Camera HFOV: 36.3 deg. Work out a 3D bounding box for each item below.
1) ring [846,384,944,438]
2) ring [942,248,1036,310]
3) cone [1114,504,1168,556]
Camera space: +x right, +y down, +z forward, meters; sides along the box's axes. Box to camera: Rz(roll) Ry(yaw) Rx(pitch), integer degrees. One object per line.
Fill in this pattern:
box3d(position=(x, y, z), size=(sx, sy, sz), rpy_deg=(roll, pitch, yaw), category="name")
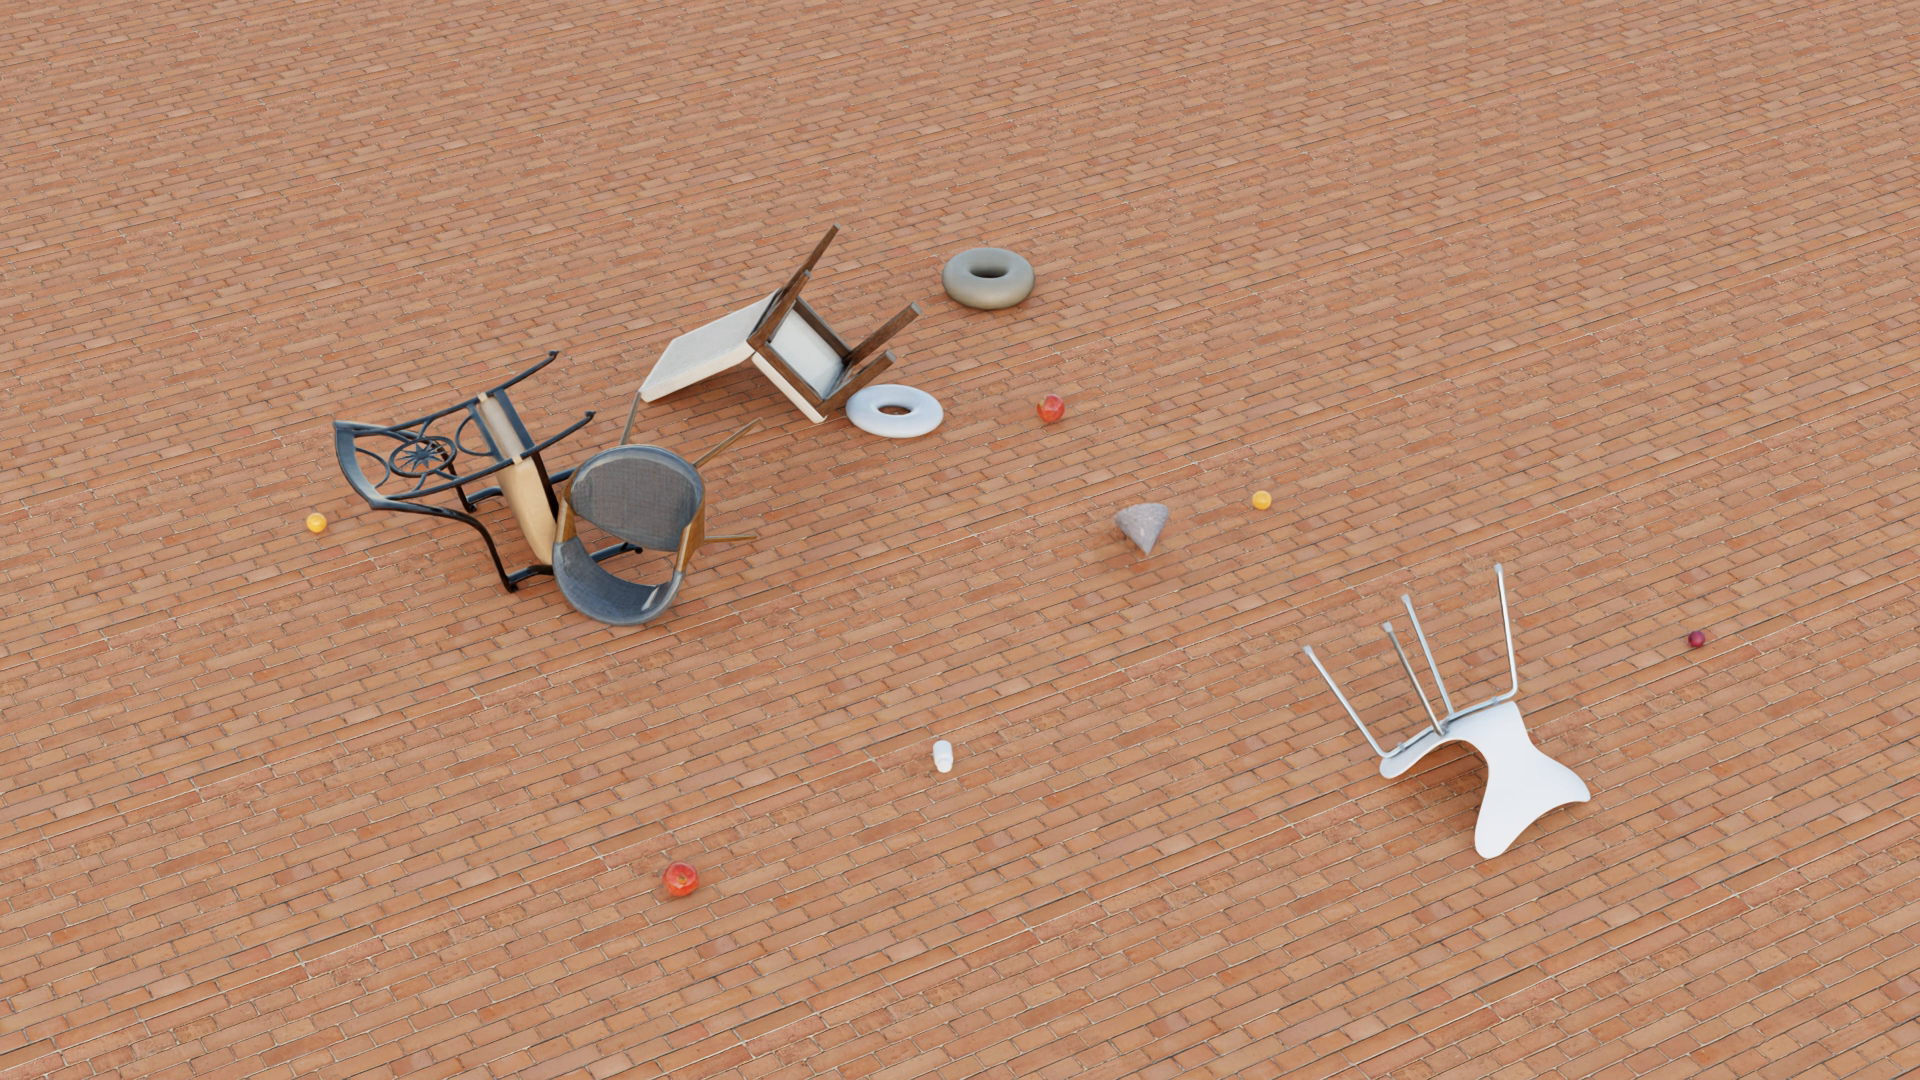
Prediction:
box3d(position=(-0.261, -0.513, 11.656), size=(0.411, 0.075, 0.354), rpy_deg=(22, 38, 30), category="ring")
box3d(position=(0.121, -1.118, 12.526), size=(0.402, 0.129, 0.433), rpy_deg=(1, 33, -1), category="ring")
box3d(position=(0.684, -0.016, 10.889), size=(0.207, 0.205, 0.166), rpy_deg=(5, 63, -27), category="cone")
